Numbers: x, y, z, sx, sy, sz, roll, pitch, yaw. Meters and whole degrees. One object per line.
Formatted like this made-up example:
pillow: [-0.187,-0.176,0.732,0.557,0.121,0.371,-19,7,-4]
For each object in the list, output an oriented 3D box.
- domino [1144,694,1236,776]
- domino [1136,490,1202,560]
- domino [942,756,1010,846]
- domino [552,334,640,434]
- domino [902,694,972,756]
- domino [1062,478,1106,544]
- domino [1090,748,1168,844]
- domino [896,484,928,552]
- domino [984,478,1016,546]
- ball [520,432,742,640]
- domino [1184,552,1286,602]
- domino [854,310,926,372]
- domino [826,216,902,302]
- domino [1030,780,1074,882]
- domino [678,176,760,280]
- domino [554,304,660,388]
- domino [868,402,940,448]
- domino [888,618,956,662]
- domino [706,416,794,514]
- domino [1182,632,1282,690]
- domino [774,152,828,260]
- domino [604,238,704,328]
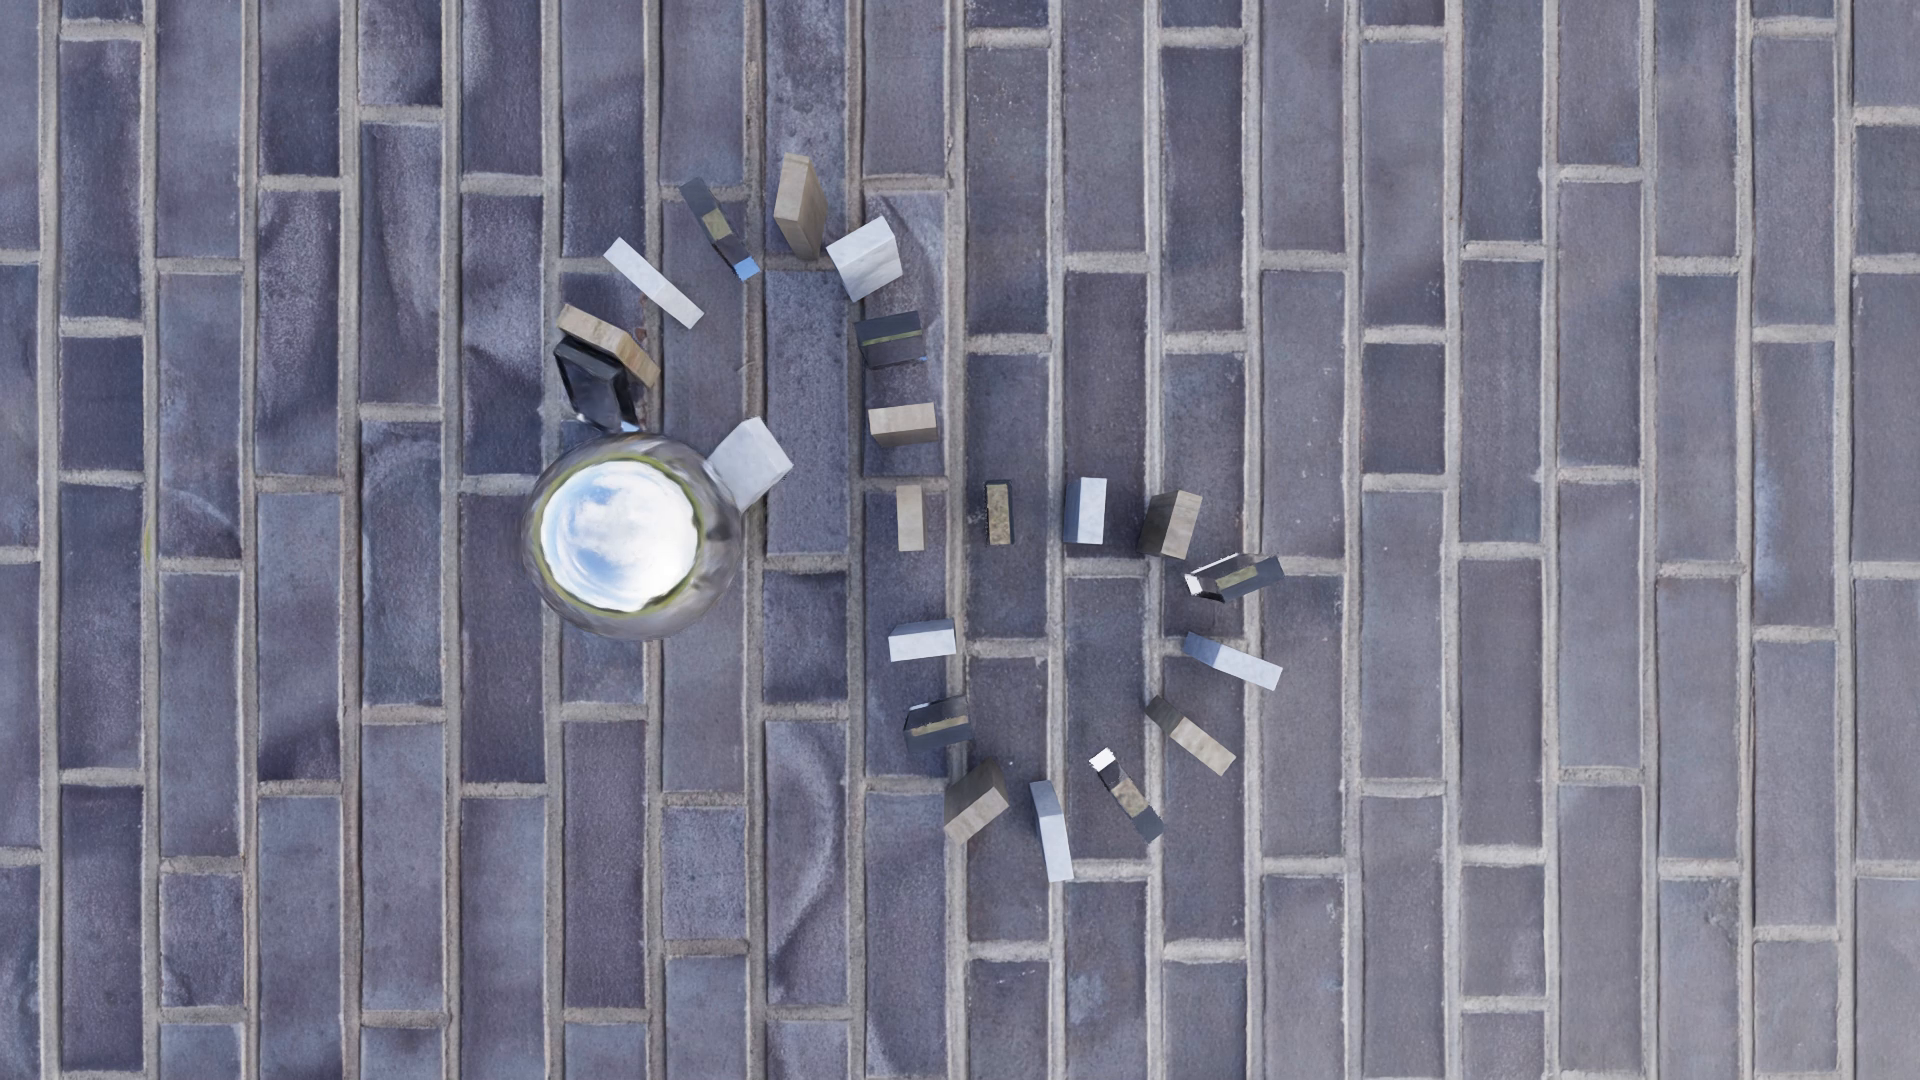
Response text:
domino: [0.093,0.079,0.375,0.025,0.050,0.010,38,90,0]
domino: [0.085,-0.006,0.375,0.010,0.050,0.025,16,90,0]
domino: [0.006,0.106,0.375,0.025,0.050,0.009,-39,90,0]
domino: [-0.148,-0.061,0.375,0.025,0.050,0.009,28,64,1]
domino: [-0.009,0.075,0.375,0.025,0.050,0.009,-14,90,0]
domino: [0.050,-0.011,0.375,0.009,0.050,0.025,4,90,0]
domino: [0.068,0.103,0.375,0.010,0.050,0.025,-38,90,0]
domino: [-0.019,-0.008,0.375,0.009,0.050,0.025,-2,90,0]
domino: [0.016,-0.011,0.375,0.009,0.050,0.025,-3,90,0]
ball: [-0.125,-0.002,0.352,0.080,0.080,0.080,0,90,0]
domino: [0.111,0.015,0.375,0.025,0.050,0.009,-23,90,0]
domino: [-0.028,-0.081,0.375,0.025,0.050,0.009,-11,90,0]
domino: [-0.038,-0.114,0.375,0.025,0.050,0.009,-30,90,0]
domino: [0.037,0.118,0.375,0.009,0.050,0.025,-9,90,0]
domino: [-0.097,-0.126,0.375,0.010,0.050,0.025,-30,90,0]
domino: [-0.143,-0.078,0.375,0.025,0.050,0.010,25,83,0]
domino: [-0.022,-0.046,0.375,0.025,0.050,0.010,-7,90,0]
domino: [-0.014,0.040,0.375,0.025,0.050,0.009,-7,90,0]
domino: [-0.094,-0.027,0.382,0.050,0.010,0.025,-35,90,34]
domino: [0.110,0.049,0.375,0.025,0.050,0.009,21,90,0]
domino: [-0.064,-0.135,0.375,0.009,0.050,0.025,11,90,0]
domino: [-0.124,-0.104,0.375,0.025,0.050,0.010,42,90,0]
